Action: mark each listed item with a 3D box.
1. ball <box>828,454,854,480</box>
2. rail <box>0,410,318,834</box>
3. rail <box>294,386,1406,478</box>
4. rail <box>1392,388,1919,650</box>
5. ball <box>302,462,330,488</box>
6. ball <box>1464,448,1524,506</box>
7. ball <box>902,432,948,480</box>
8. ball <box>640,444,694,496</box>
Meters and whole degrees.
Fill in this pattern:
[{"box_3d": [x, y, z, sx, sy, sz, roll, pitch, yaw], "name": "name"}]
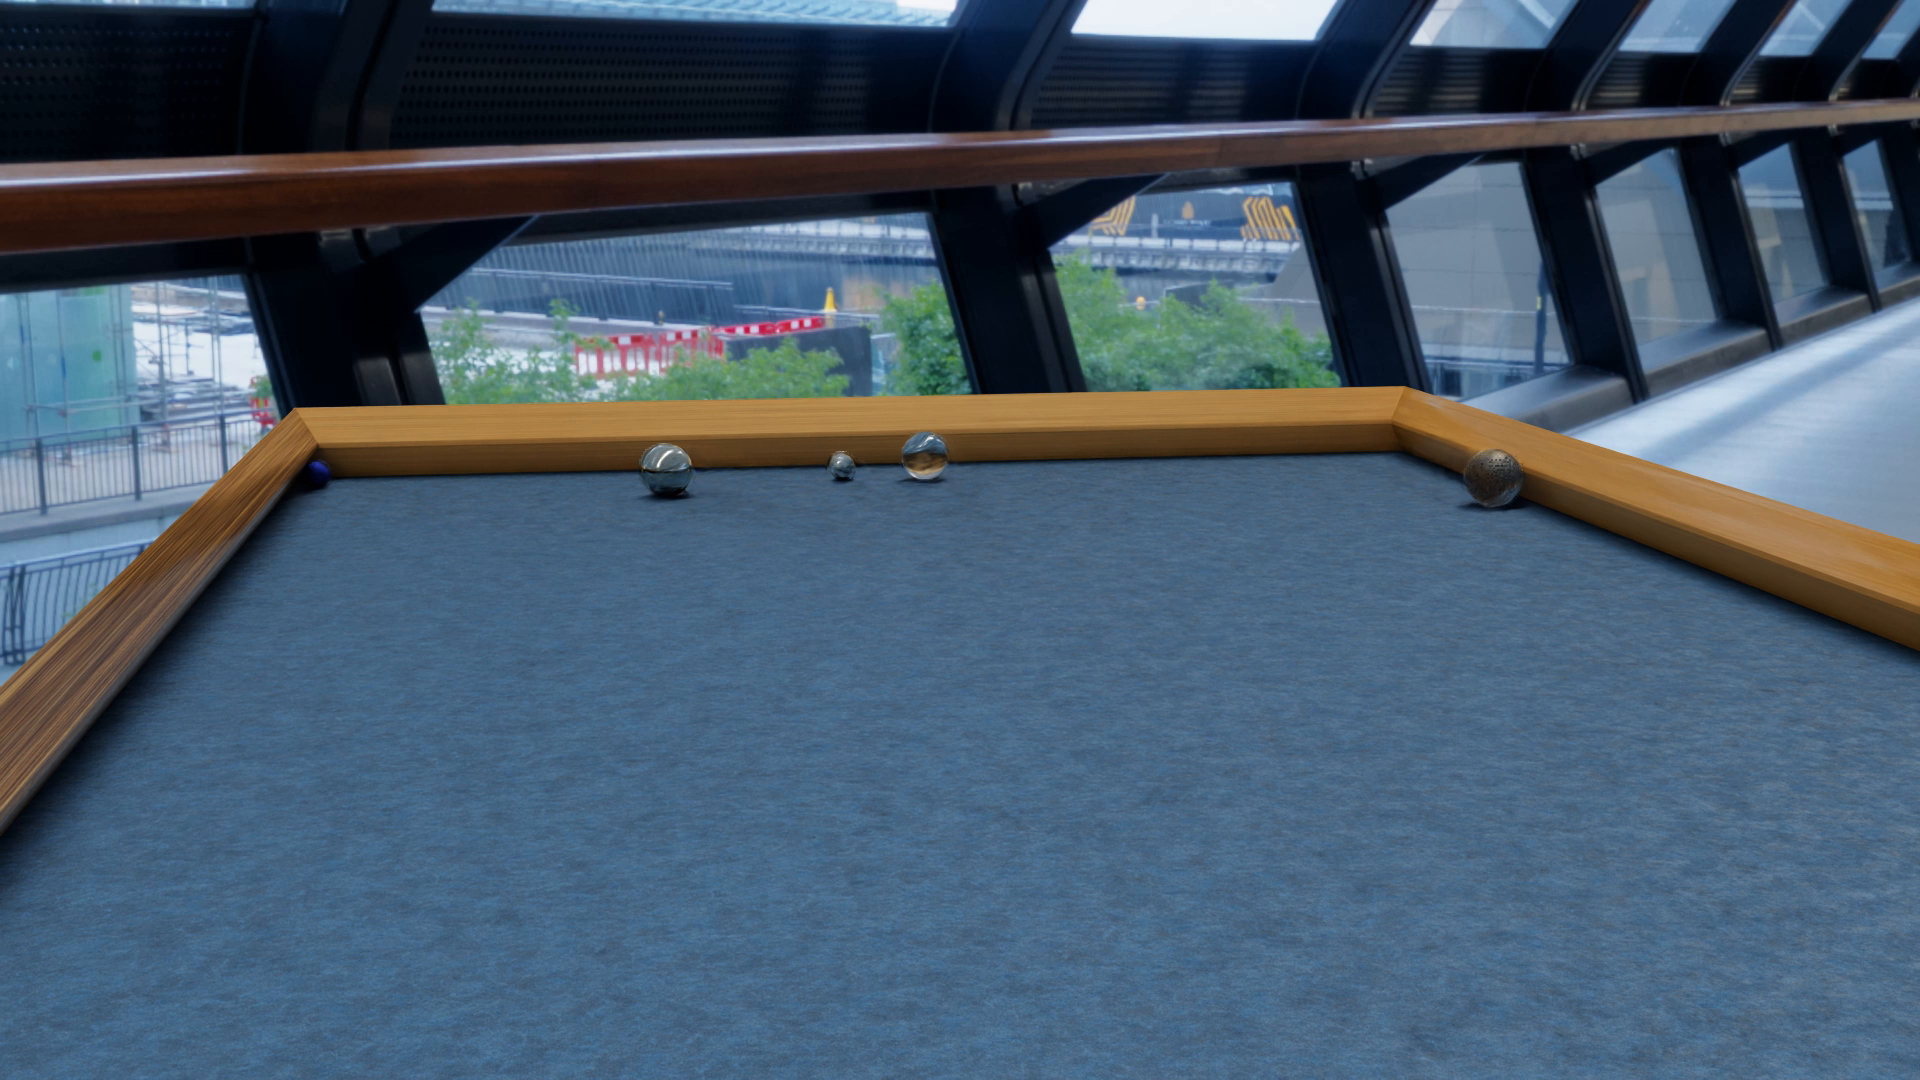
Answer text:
[{"box_3d": [-0.219, -0.135, 4.064, 0.049, 0.049, 0.049, 0, 10, 0], "name": "ball"}, {"box_3d": [-0.874, 0.184, 2.113, 0.045, 0.129, 4.080, -2, 11, -9], "name": "rail"}, {"box_3d": [-0.165, -0.209, 4.240, 2.162, 0.129, 0.045, -2, 11, -9], "name": "rail"}, {"box_3d": [1.212, 0.121, 2.457, 0.045, 0.129, 4.080, -2, 11, -9], "name": "rail"}, {"box_3d": [-1.164, -0.117, 3.972, 0.048, 0.048, 0.048, 0, 10, 0], "name": "ball"}, {"box_3d": [0.916, -0.107, 3.775, 0.099, 0.099, 0.099, 0, 10, 0], "name": "ball"}, {"box_3d": [-0.065, -0.154, 4.066, 0.087, 0.087, 0.087, 0, 10, 0], "name": "ball"}, {"box_3d": [-0.517, -0.122, 3.880, 0.092, 0.092, 0.092, 0, 10, 0], "name": "ball"}]
